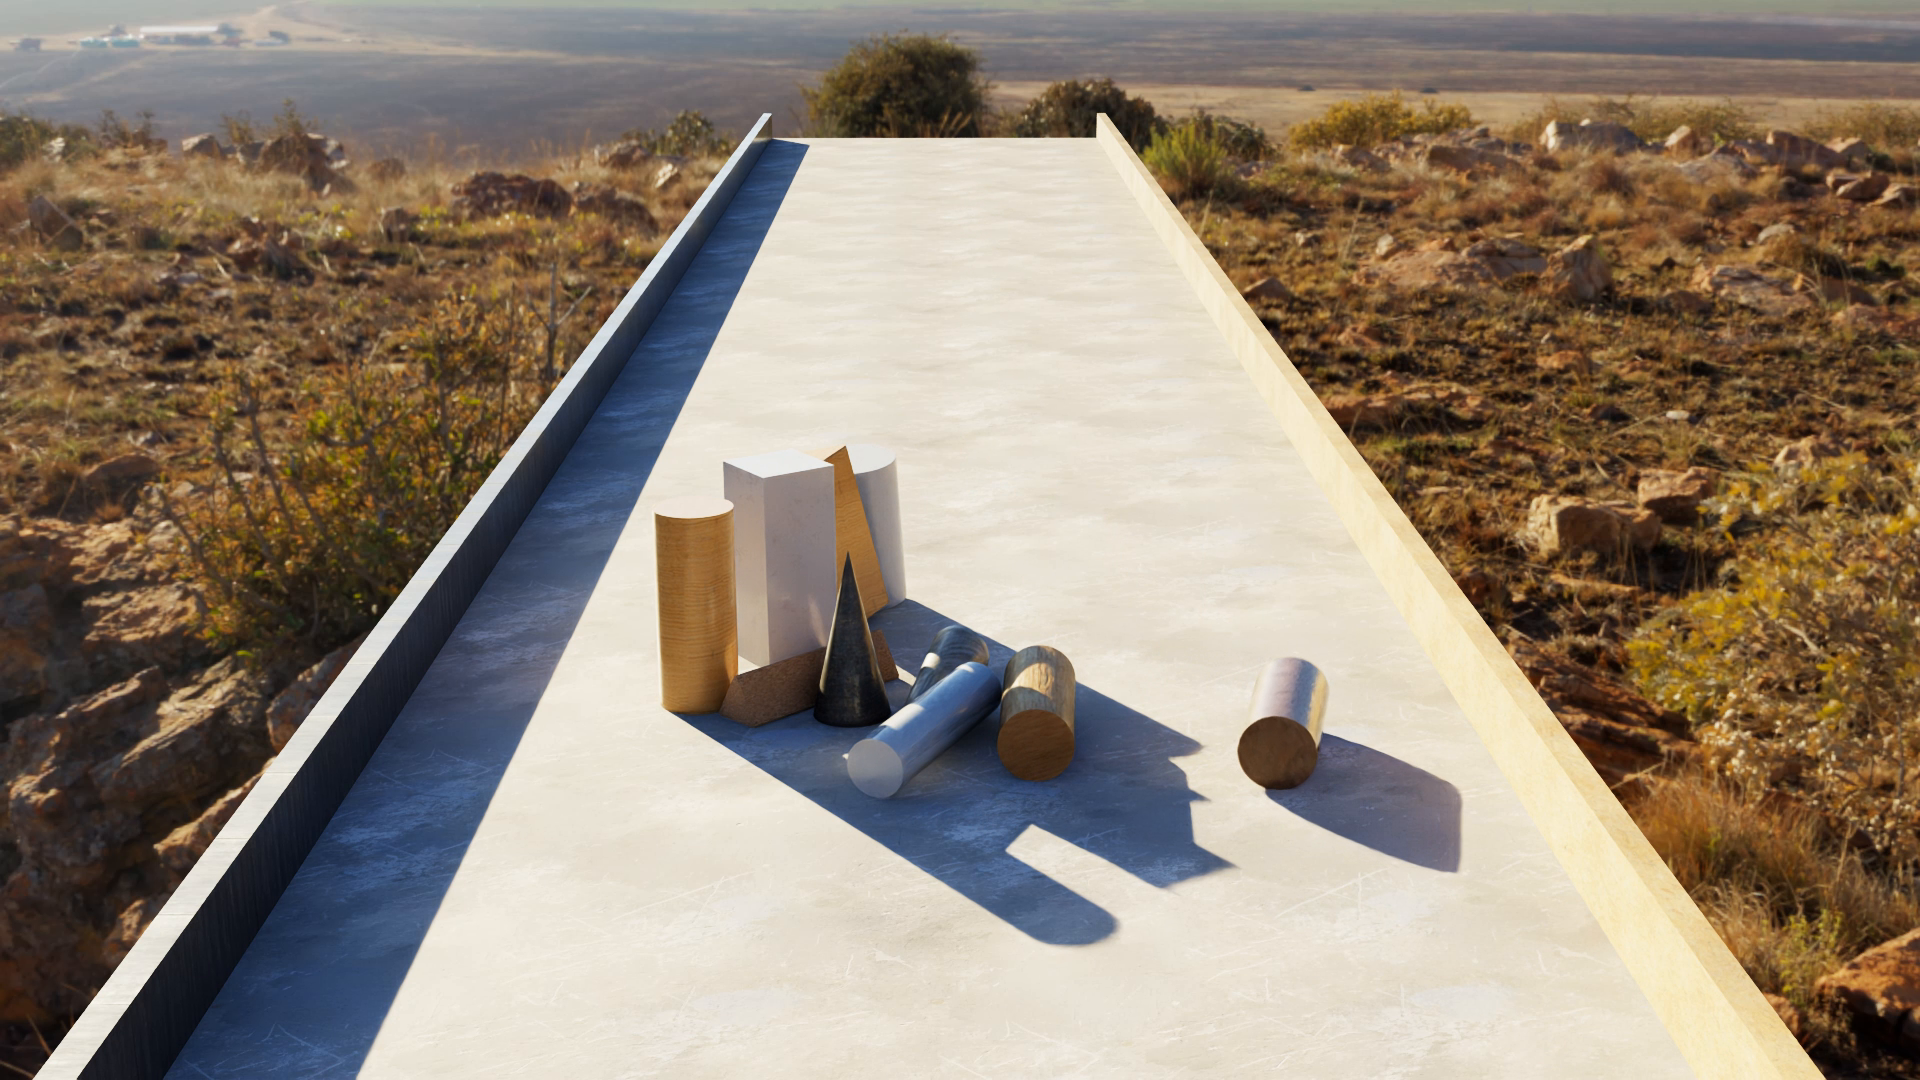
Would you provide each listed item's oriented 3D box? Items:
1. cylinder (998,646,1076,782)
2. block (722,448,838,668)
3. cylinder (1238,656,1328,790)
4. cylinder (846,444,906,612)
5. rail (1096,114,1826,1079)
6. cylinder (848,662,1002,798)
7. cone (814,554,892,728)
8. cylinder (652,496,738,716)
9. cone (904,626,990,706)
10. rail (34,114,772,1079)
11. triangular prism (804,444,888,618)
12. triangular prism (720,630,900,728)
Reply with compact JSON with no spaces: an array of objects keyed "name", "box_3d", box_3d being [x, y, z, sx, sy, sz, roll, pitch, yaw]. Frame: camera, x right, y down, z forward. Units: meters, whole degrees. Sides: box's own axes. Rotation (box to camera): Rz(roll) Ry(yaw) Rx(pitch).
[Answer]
[{"name":"cylinder","box_3d":[0.140,0.307,3.957,0.134,0.134,0.334,1,17,3]},{"name":"block","box_3d":[-0.357,0.039,4.392,0.160,0.399,0.160,-12,20,-33]},{"name":"cylinder","box_3d":[0.577,0.321,3.908,0.136,0.136,0.314,4,17,12]},{"name":"cylinder","box_3d":[-0.214,-0.025,4.716,0.179,0.319,0.179,-3,23,1]},{"name":"rail","box_3d":[0.932,-0.844,7.801,0.050,0.150,12.000,0,17,-1]},{"name":"cylinder","box_3d":[-0.057,0.333,3.917,0.107,0.107,0.422,7,18,23]},{"name":"cone","box_3d":[-0.204,0.171,4.083,0.147,0.322,0.147,-1,17,0]},{"name":"cylinder","box_3d":[-0.497,0.123,4.141,0.152,0.384,0.152,0,17,0]},{"name":"cone","box_3d":[-0.070,0.304,4.100,0.118,0.118,0.425,6,25,19]},{"name":"rail","box_3d":[-1.118,-0.838,7.780,0.050,0.150,12.000,0,17,-1]},{"name":"triangular prism","box_3d":[-0.286,-0.005,4.593,0.128,0.365,0.148,4,28,38]},{"name":"triangular prism","box_3d":[-0.286,0.255,4.206,0.101,0.088,0.374,15,22,42]}]
